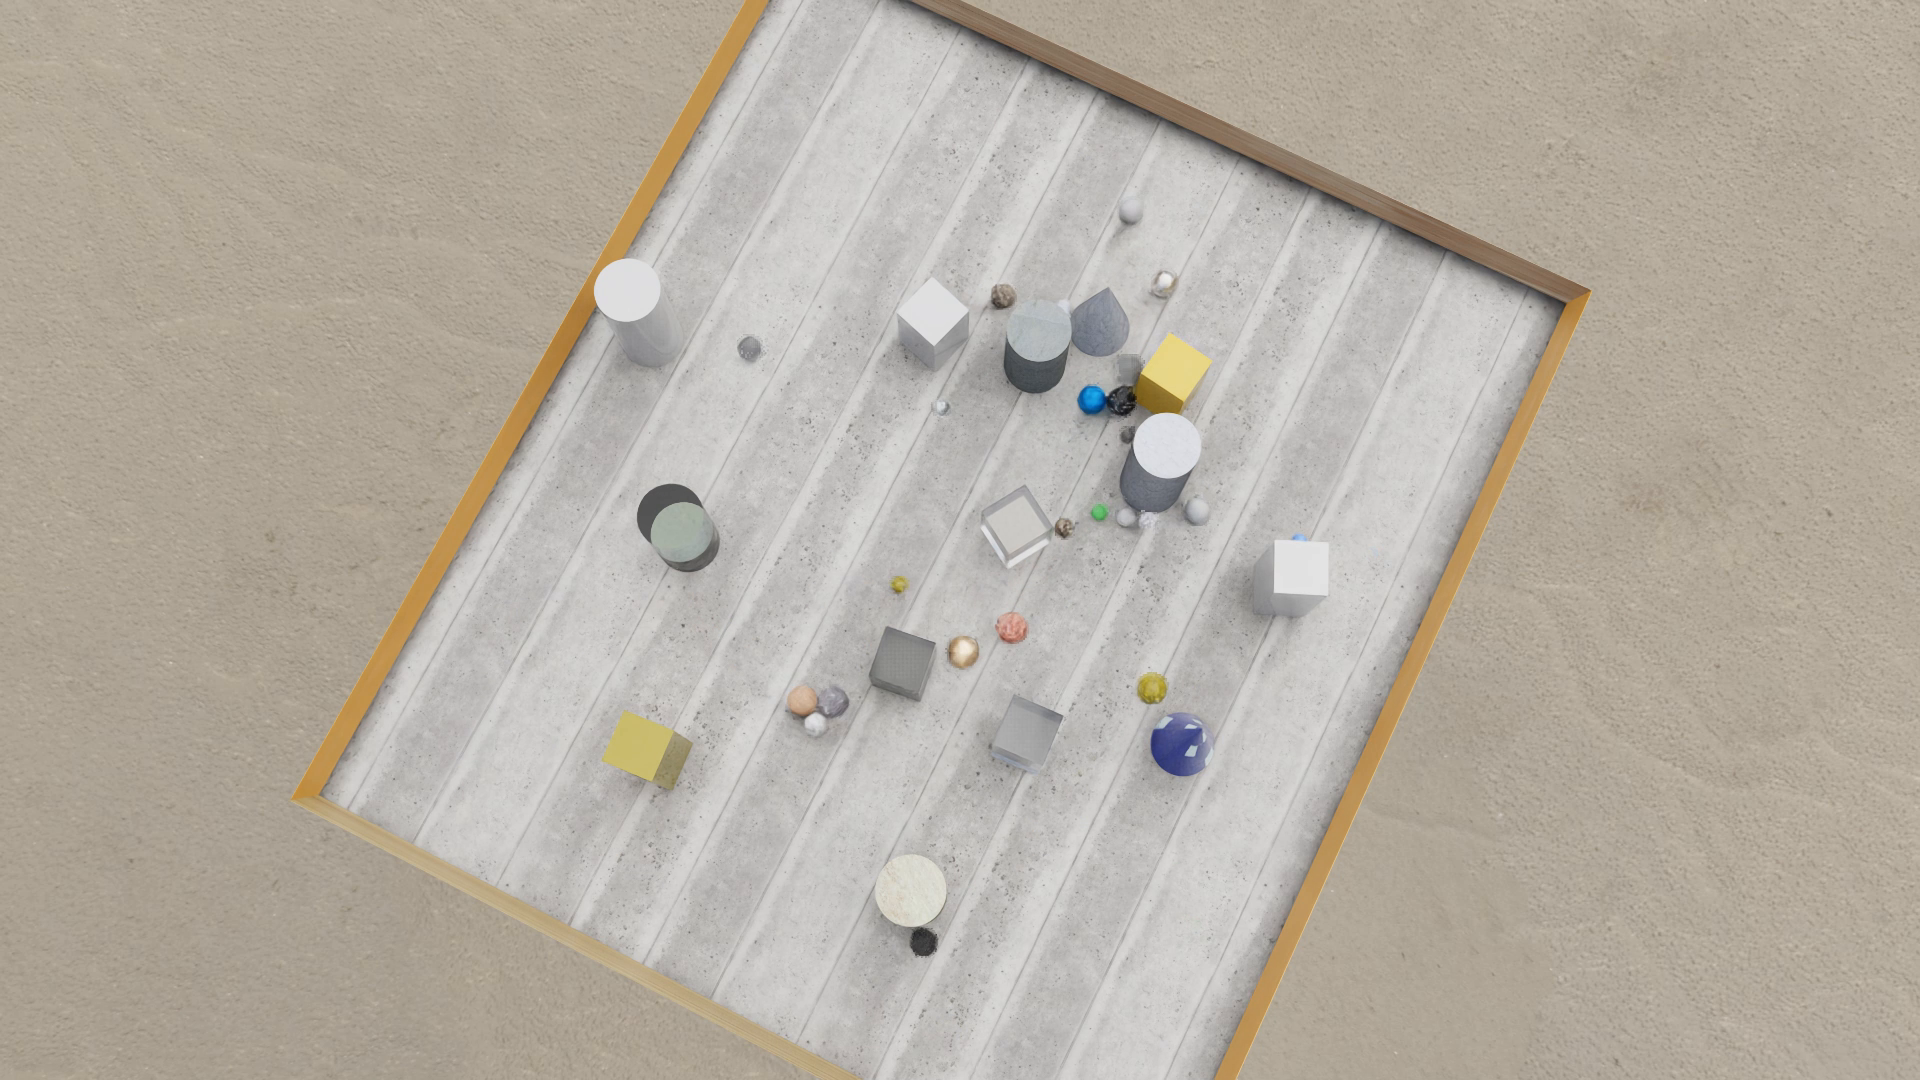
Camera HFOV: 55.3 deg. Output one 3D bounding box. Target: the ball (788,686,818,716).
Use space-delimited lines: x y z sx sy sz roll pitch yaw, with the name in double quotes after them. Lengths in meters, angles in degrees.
-0.470 0.480 5.471 0.090 0.090 0.090 0 78 0 "ball"

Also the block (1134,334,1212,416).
0.644 -0.486 5.576 0.154 0.276 0.154 35 80 7 "block"

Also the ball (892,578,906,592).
-0.185 0.137 5.565 0.046 0.046 0.046 0 78 0 "ball"

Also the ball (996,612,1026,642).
0.154 0.262 5.514 0.094 0.094 0.094 0 78 0 "ball"

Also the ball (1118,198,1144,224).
0.541 -1.037 5.790 0.081 0.081 0.081 0 78 0 "ball"

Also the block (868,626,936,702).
-0.167 0.369 5.421 0.154 0.234 0.154 18 79 4 "block"

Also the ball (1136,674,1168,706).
0.574 0.449 5.478 0.090 0.090 0.090 0 78 0 "ball"

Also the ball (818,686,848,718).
-0.379 0.483 5.469 0.093 0.093 0.093 0 78 0 "ball"

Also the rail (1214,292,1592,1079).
1.228 0.608 5.426 0.045 0.125 3.141 26 80 5 "rail"

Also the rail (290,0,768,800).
-1.228 -0.594 5.675 0.045 0.125 3.141 26 80 5 "rail"

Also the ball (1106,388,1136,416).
0.497 -0.427 5.659 0.090 0.090 0.090 0 78 0 "ball"

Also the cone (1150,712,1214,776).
0.666 0.565 5.265 0.192 0.459 0.192 0 78 0 "cone"

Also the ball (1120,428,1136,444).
0.518 -0.323 5.659 0.048 0.048 0.048 0 78 0 "ball"

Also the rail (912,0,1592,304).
0.692 -1.348 5.831 2.792 0.125 0.045 26 80 5 "rail"

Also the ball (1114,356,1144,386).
0.525 -0.525 5.677 0.095 0.095 0.095 0 78 0 "ball"

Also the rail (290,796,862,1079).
-0.692 1.362 5.270 2.792 0.125 0.045 26 80 5 "rail"

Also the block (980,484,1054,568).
0.169 -0.038 5.505 0.154 0.235 0.154 -32 80 -6 "block"

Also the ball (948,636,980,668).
0.012 0.335 5.498 0.096 0.096 0.096 0 78 0 "ball"

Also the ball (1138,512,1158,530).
0.575 -0.058 5.598 0.059 0.059 0.059 0 78 0 "ball"

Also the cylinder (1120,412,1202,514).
0.588 -0.222 5.426 0.192 0.463 0.192 0 78 0 "cylinder"

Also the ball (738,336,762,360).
-0.653 -0.595 5.701 0.075 0.075 0.075 0 78 0 "ball"

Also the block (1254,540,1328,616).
0.973 0.116 5.403 0.154 0.372 0.154 3 78 1 "block"

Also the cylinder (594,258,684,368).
-0.964 -0.679 5.528 0.192 0.448 0.192 0 78 0 "cylinder"

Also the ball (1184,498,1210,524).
0.724 -0.088 5.594 0.079 0.079 0.079 0 78 0 "ball"

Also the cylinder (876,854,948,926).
-0.133 0.993 5.173 0.192 0.465 0.192 0 78 0 "cylinder"

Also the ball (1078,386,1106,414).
0.408 -0.431 5.652 0.089 0.089 0.089 0 78 0 "ball"

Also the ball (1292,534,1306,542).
1.035 0.004 5.592 0.046 0.046 0.046 0 78 0 "ball"

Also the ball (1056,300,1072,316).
0.320 -0.722 5.737 0.056 0.056 0.056 0 78 0 "ball"

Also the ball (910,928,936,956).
-0.108 1.171 5.333 0.080 0.080 0.080 0 78 0 "ball"

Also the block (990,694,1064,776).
0.192 0.569 5.321 0.154 0.348 0.154 23 79 5 "block"

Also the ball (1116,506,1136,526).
0.509 -0.072 5.601 0.059 0.059 0.059 0 78 0 "ball"

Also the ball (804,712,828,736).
-0.430 0.550 5.467 0.070 0.070 0.070 0 78 0 "ball"

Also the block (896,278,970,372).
-0.081 -0.657 5.615 0.154 0.268 0.154 43 81 8 "block"

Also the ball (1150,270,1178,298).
0.640 -0.802 5.740 0.083 0.083 0.083 0 78 0 "ball"

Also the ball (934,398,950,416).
-0.056 -0.411 5.675 0.052 0.052 0.052 0 78 0 "ball"

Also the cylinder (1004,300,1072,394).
0.233 -0.584 5.566 0.192 0.335 0.192 0 78 0 "cylinder"

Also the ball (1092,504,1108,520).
0.426 -0.083 5.609 0.049 0.049 0.049 0 78 0 "ball"

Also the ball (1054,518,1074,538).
0.319 -0.037 5.594 0.060 0.060 0.060 0 78 0 "ball"

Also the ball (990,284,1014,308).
0.133 -0.765 5.735 0.077 0.077 0.077 0 78 0 "ball"

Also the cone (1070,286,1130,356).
0.437 -0.706 5.567 0.192 0.384 0.192 0 78 0 "cone"

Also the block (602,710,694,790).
-0.899 0.612 5.298 0.154 0.376 0.154 22 79 4 "block"

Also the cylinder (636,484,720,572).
-0.831 -0.032 5.436 0.192 0.366 0.192 0 78 0 "cylinder"
